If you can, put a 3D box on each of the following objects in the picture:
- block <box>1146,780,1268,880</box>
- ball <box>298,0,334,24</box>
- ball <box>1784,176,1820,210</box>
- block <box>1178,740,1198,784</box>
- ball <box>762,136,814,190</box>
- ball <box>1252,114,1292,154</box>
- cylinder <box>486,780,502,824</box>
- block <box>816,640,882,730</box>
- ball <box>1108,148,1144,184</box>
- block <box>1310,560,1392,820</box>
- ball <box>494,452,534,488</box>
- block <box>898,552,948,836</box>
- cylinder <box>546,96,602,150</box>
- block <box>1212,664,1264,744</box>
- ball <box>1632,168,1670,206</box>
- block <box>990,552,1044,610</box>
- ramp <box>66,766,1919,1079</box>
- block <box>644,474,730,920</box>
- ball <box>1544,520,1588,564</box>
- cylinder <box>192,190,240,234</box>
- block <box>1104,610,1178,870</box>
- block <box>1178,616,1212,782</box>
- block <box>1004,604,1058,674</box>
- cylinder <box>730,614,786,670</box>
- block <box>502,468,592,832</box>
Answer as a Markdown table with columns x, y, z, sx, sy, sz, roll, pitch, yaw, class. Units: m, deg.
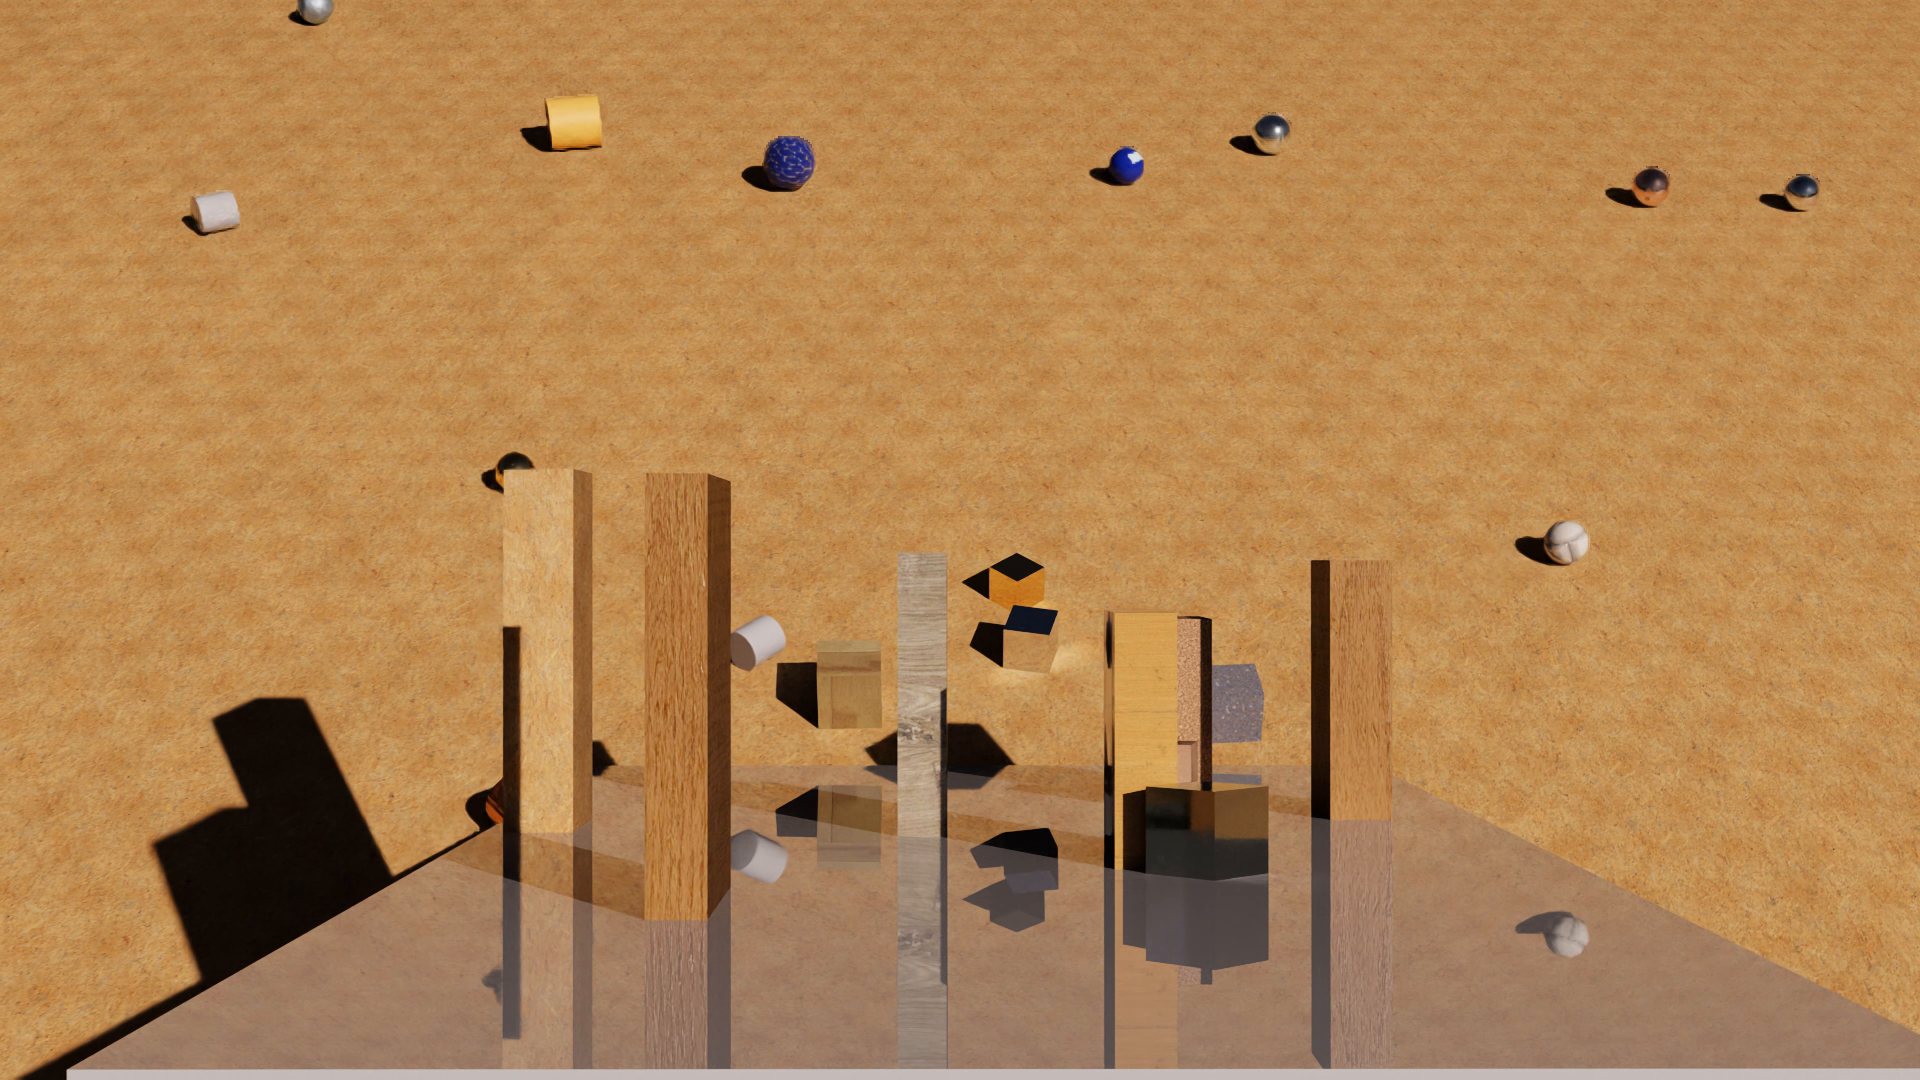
| x | y | z | sx | sy | sz | roll | pitch | yaw | class |
| --- | --- | --- | --- | --- | --- | --- | --- | --- | --- |
| 0.418 | 0.490 | 4.382 | 0.147 | 0.147 | 0.147 | 0 | -1 | 44 | block |
| -2.889 | -2.392 | 11.610 | 0.155 | 0.155 | 0.155 | 0 | 31 | 0 | ball |
| 3.208 | -1.321 | 9.867 | 0.132 | 0.132 | 0.132 | 0 | 31 | 0 | ball |
| 0.441 | 0.506 | 5.615 | 0.134 | 0.134 | 0.134 | 0 | 0 | 11 | block |
| -0.662 | -1.458 | 10.026 | 0.202 | 0.202 | 0.202 | 0 | 31 | 0 | ball |
| 1.244 | -1.619 | 10.334 | 0.156 | 0.156 | 0.156 | 0 | 31 | 0 | ball |
| -1.086 | 0.691 | 6.528 | 0.158 | 0.158 | 0.158 | -21 | 37 | -30 | cylinder |
| -0.298 | 0.391 | 7.009 | 0.171 | 0.171 | 0.171 | -1 | 31 | -2 | block |
| 0.648 | -1.454 | 10.079 | 0.140 | 0.140 | 0.140 | 0 | 31 | 0 | ball |
| 0.819 | 0.307 | 5.432 | 0.127 | 0.530 | 0.288 | 0 | 0 | 0 | block |
| -1.381 | -0.210 | 8.044 | 0.126 | 0.126 | 0.126 | 0 | 31 | 0 | ball |
| -0.073 | 0.298 | 5.146 | 0.094 | 0.545 | 0.355 | 0 | 0 | 0 | block |
| -1.547 | -1.672 | 10.377 | 0.201 | 0.201 | 0.201 | -7 | 32 | -11 | cylinder |
| 0.725 | 0.439 | 6.951 | 0.150 | 0.150 | 0.150 | -2 | 31 | -4 | block |
| 2.639 | -1.347 | 9.898 | 0.145 | 0.145 | 0.145 | 0 | 31 | 0 | ball |
| 0.165 | 0.126 | 7.501 | 0.113 | 0.113 | 0.113 | -27 | 40 | -37 | block |
| 0.070 | 0.616 | 4.694 | 2.000 | 0.100 | 4.000 | 0 | 0 | 0 | ramp |
| -0.419 | 0.232 | 4.014 | 0.093 | 0.658 | 0.394 | 0 | 0 | 0 | block |
| 1.796 | 0.008 | 7.680 | 0.130 | 0.130 | 0.130 | 0 | 31 | 0 | ball |
| -2.789 | -1.228 | 9.706 | 0.138 | 0.138 | 0.138 | -16 | 35 | -26 | cylinder |
| 0.319 | 0.346 | 4.609 | 0.107 | 0.439 | 0.333 | 0 | 0 | 0 | block |
| 0.500 | 0.375 | 5.830 | 0.106 | 0.401 | 0.294 | 0 | 0 | 0 | block |
| 0.198 | 0.277 | 7.236 | 0.129 | 0.129 | 0.129 | 7 | 32 | 11 | block |
| -0.570 | 0.287 | 7.231 | 0.118 | 0.118 | 0.118 | 24 | 39 | 34 | cylinder |
| -0.822 | 0.217 | 5.179 | 0.137 | 0.708 | 0.267 | 0 | 0 | 0 | block |
